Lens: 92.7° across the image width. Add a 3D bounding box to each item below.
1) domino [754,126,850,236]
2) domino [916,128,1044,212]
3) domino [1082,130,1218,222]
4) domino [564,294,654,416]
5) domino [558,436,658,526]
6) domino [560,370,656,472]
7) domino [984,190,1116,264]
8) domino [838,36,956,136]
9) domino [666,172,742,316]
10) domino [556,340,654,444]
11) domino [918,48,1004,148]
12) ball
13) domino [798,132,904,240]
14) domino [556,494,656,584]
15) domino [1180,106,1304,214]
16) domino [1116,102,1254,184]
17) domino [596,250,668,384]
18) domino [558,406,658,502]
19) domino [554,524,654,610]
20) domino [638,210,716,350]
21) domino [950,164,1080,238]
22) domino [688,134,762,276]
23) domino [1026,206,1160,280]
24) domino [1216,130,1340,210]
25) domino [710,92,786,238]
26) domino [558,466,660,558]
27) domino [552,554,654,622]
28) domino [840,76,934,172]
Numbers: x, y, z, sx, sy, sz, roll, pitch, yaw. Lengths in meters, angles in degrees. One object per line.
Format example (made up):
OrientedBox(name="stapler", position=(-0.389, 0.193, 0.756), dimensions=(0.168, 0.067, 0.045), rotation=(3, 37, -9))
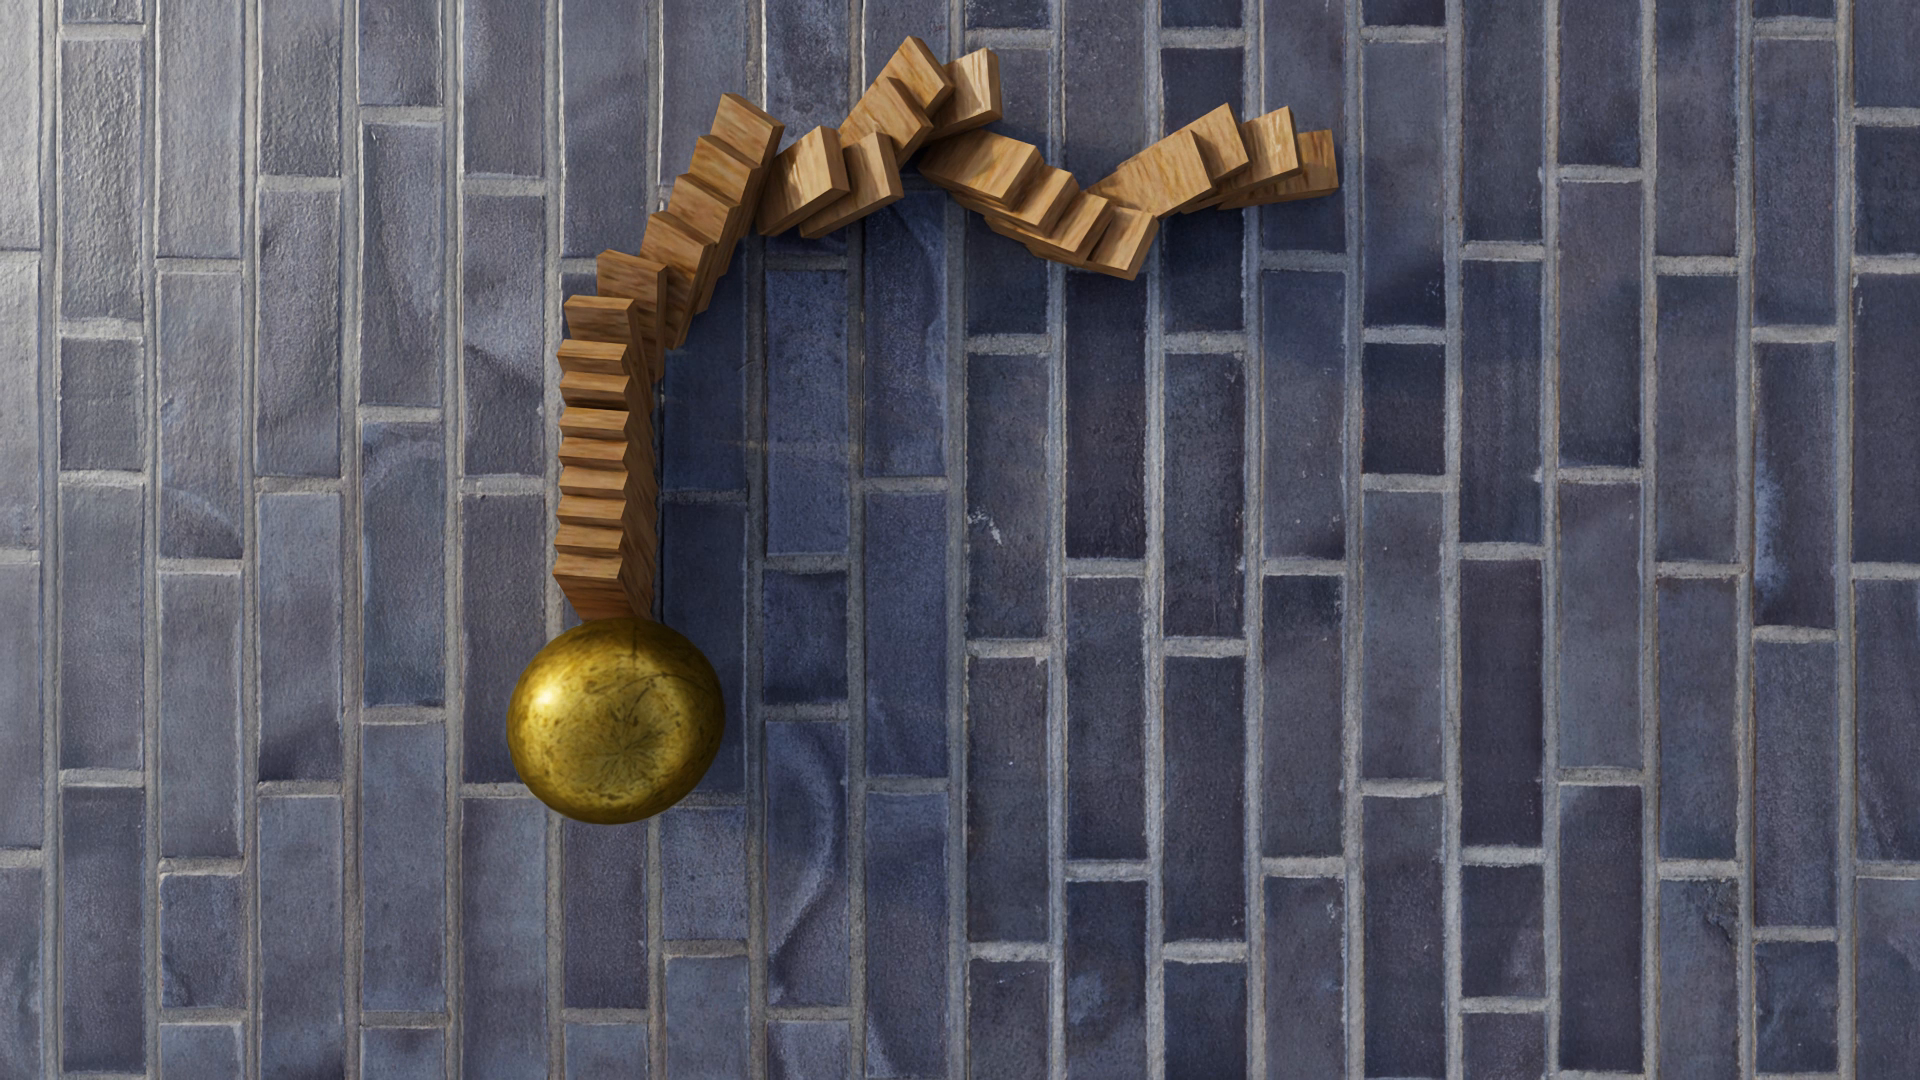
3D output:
OrientedBox(name="domino", position=(-0.068, -0.148, 0.380), dimensions=(0.050, 0.010, 0.025), rotation=(-11, 90, 42))
OrientedBox(name="domino", position=(0.008, -0.157, 0.383), dimensions=(0.050, 0.010, 0.025), rotation=(34, 90, 33))
OrientedBox(name="domino", position=(0.079, -0.146, 0.383), dimensions=(0.050, 0.010, 0.025), rotation=(-21, 90, 32))
OrientedBox(name="domino", position=(-0.145, -0.075, 0.380), dimensions=(0.025, 0.010, 0.050), rotation=(4, 130, 1))
OrientedBox(name="domino", position=(-0.143, -0.022, 0.377), dimensions=(0.025, 0.050, 0.009), rotation=(4, 56, 0))
OrientedBox(name="domino", position=(-0.144, -0.047, 0.377), dimensions=(0.025, 0.050, 0.009), rotation=(5, 52, 0))
OrientedBox(name="domino", position=(0.037, -0.135, 0.383), dimensions=(0.050, 0.009, 0.025), rotation=(33, 90, 32))
OrientedBox(name="domino", position=(-0.027, -0.179, 0.381), dimensions=(0.050, 0.010, 0.025), rotation=(-38, 85, 36))
OrientedBox(name="domino", position=(-0.111, -0.123, 0.382), dimensions=(0.025, 0.009, 0.050), rotation=(32, 123, 1))
OrientedBox(name="domino", position=(-0.145, -0.059, 0.377), dimensions=(0.025, 0.050, 0.010), rotation=(5, 52, 0))
OrientedBox(name="domino", position=(-0.007, -0.182, 0.382), dimensions=(0.050, 0.009, 0.025), rotation=(-4, 90, 33))
OrientedBox(name="ball", position=(-0.134, 0.070, 0.360), dimensions=(0.080, 0.080, 0.080), rotation=(0, 90, 0))
OrientedBox(name="domino", position=(-0.048, -0.146, 0.381), dimensions=(0.050, 0.010, 0.025), rotation=(-11, 95, 35))
OrientedBox(name="domino", position=(-0.144, 0.001, 0.377), dimensions=(0.025, 0.050, 0.010), rotation=(4, 56, 0))
OrientedBox(name="domino", position=(0.114, -0.157, 0.382), dimensions=(0.050, 0.009, 0.025), rotation=(-10, 89, 33))
OrientedBox(name="domino", position=(0.093, -0.156, 0.383), dimensions=(0.050, 0.010, 0.025), rotation=(-20, 90, 32))
OrientedBox(name="domino", position=(-0.137, -0.092, 0.382), dimensions=(0.025, 0.010, 0.050), rotation=(15, 125, 0))
OrientedBox(name="domino", position=(-0.143, -0.033, 0.377), dimensions=(0.025, 0.050, 0.009), rotation=(5, 56, 0))
OrientedBox(name="domino", position=(-0.145, 0.012, 0.377), dimensions=(0.025, 0.050, 0.009), rotation=(4, 56, 0))
OrientedBox(name="domino", position=(-0.122, -0.108, 0.382), dimensions=(0.025, 0.009, 0.050), rotation=(31, 123, 0))
OrientedBox(name="domino", position=(0.022, -0.146, 0.383), dimensions=(0.050, 0.010, 0.025), rotation=(34, 90, 32))
OrientedBox(name="domino", position=(-0.103, -0.138, 0.382), dimensions=(0.025, 0.010, 0.050), rotation=(33, 123, 2))
OrientedBox(name="domino", position=(0.055, -0.127, 0.383), dimensions=(0.050, 0.010, 0.025), rotation=(25, 90, 31))
OrientedBox(name="domino", position=(0.135, -0.159, 0.395), dimensions=(0.050, 0.010, 0.025), rotation=(-8, 90, 0))
OrientedBox(name="domino", position=(-0.094, -0.155, 0.381), dimensions=(0.025, 0.010, 0.050), rotation=(34, 123, 4))
OrientedBox(name="domino", position=(-0.143, -0.010, 0.377), dimensions=(0.025, 0.050, 0.010), rotation=(4, 56, 0))
OrientedBox(name="domino", position=(-0.146, 0.024, 0.377), dimensions=(0.025, 0.050, 0.009), rotation=(4, 56, 0))
OrientedBox(name="domino", position=(-0.036, -0.162, 0.381), dimensions=(0.050, 0.010, 0.025), rotation=(-38, 85, 36))
